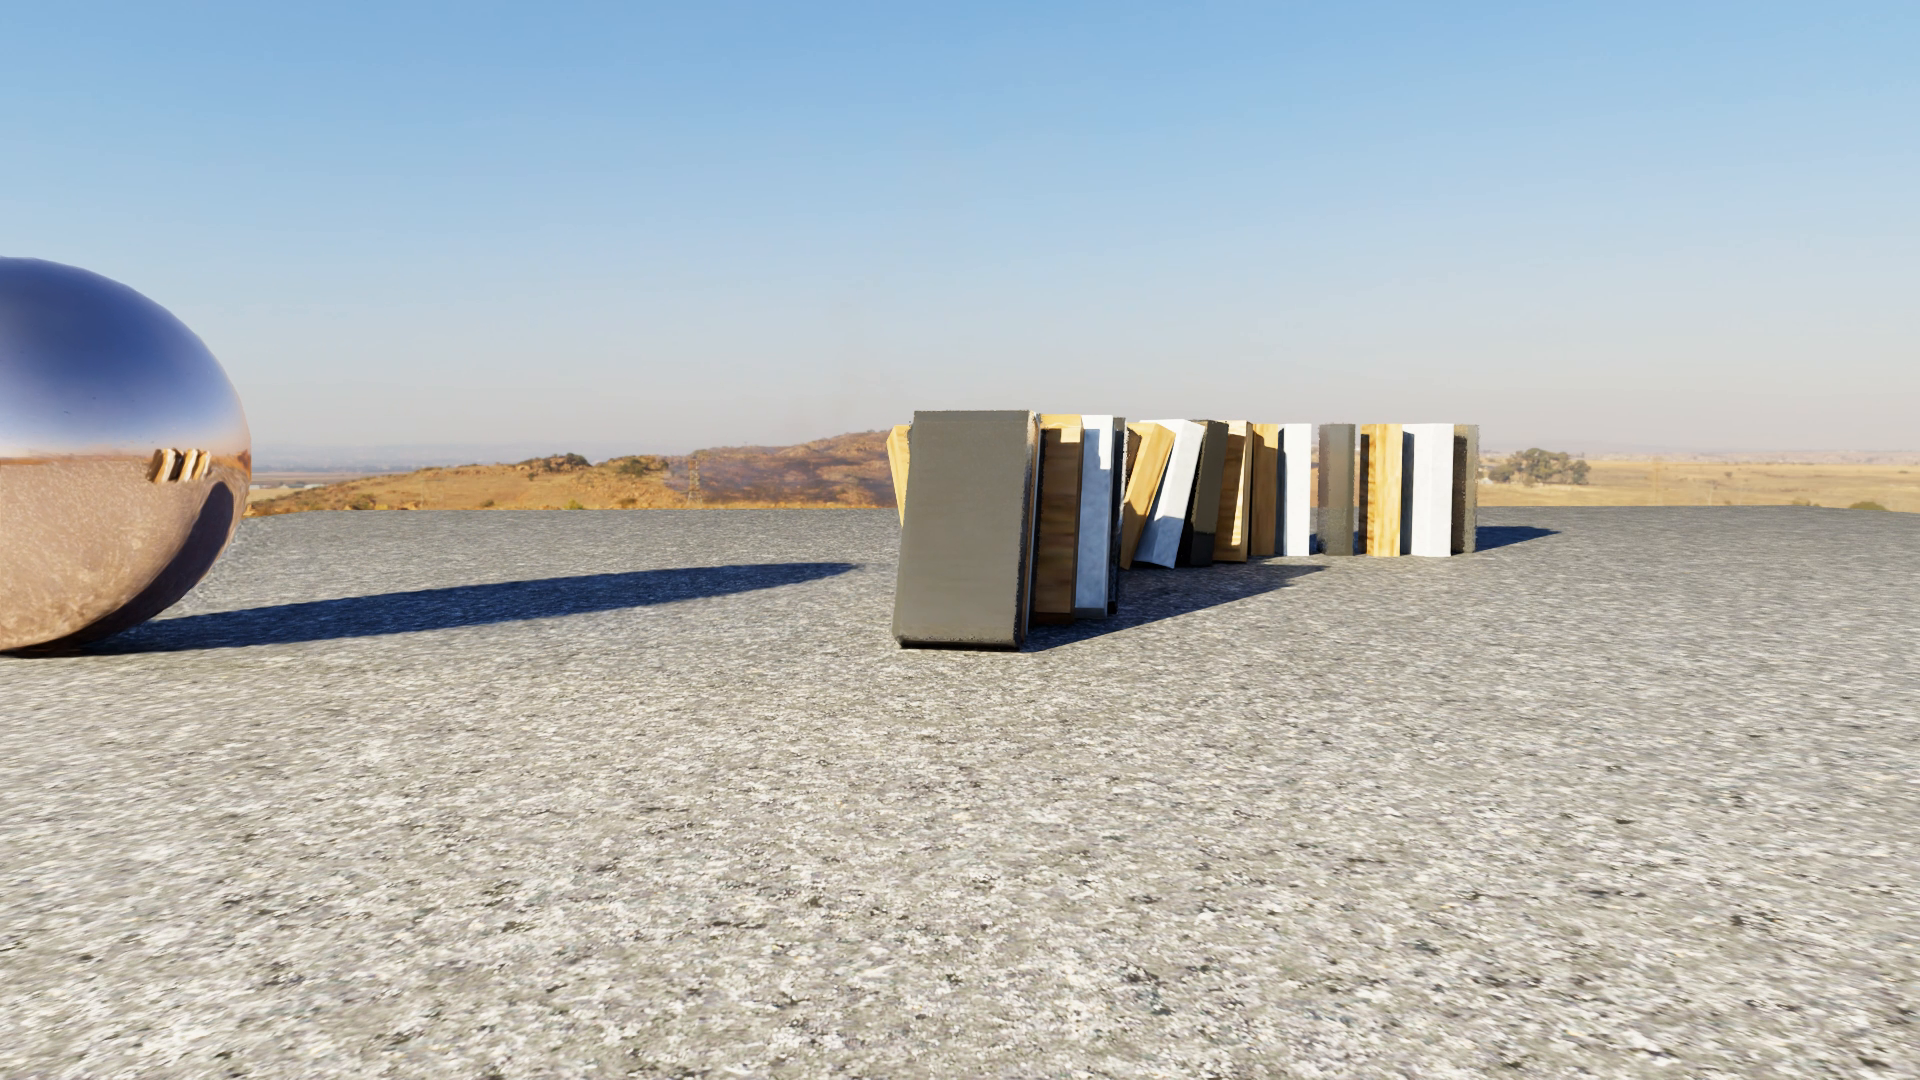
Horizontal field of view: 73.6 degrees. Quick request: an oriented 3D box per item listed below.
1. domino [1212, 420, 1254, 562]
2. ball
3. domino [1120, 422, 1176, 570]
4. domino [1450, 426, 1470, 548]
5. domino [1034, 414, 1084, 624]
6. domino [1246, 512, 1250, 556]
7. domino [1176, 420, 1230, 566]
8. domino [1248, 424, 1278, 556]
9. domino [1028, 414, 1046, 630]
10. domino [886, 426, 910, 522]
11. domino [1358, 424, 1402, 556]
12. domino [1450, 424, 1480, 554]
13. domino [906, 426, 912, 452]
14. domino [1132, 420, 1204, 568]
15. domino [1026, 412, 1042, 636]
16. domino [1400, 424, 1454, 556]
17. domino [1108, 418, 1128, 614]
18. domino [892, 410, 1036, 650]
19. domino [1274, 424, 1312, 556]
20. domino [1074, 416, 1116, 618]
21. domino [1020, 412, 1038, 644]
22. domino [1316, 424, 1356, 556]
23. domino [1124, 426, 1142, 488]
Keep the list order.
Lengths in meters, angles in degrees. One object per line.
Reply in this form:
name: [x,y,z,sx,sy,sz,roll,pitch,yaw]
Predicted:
domino: [0.091,-0.018,0.465,0.025,0.050,0.009,2,-2,28]
ball: [-0.190,-0.017,0.262,0.080,0.080,0.080,0,4,0]
domino: [0.056,-0.016,0.444,0.010,0.050,0.025,24,-7,-27]
domino: [0.193,-0.022,0.523,0.025,0.050,0.010,0,4,0]
domino: [0.016,-0.005,0.309,0.025,0.050,0.010,1,-19,12]
domino: [0.098,-0.020,0.494,0.025,0.050,0.010,3,4,38]
domino: [0.080,-0.017,0.453,0.010,0.050,0.025,7,0,-28]
domino: [0.114,-0.020,0.500,0.009,0.050,0.025,0,4,-10]
domino: [0.006,-0.005,0.301,0.025,0.050,0.010,1,-19,12]
domino: [-0.004,-0.009,0.371,0.025,0.050,0.010,-2,-26,-20]
domino: [0.162,-0.020,0.496,0.009,0.050,0.025,0,4,4]
domino: [0.191,-0.021,0.508,0.025,0.050,0.010,3,5,31]
domino: [0.001,-0.009,0.359,0.025,0.050,0.010,-2,-20,-20]
domino: [0.069,-0.016,0.448,0.009,0.050,0.025,14,-3,-28]
domino: [0.004,-0.004,0.291,0.025,0.050,0.010,1,-19,12]
domino: [0.178,-0.020,0.496,0.010,0.050,0.025,-1,4,-13]
domino: [0.029,-0.007,0.329,0.025,0.050,0.010,2,-21,12]
domino: [0.001,-0.003,0.270,0.025,0.050,0.010,1,-19,12]
domino: [0.129,-0.020,0.500,0.010,0.050,0.025,0,4,5]
domino: [0.025,-0.006,0.318,0.025,0.050,0.010,1,-19,12]
domino: [0.003,-0.003,0.281,0.025,0.050,0.010,1,-19,12]
domino: [0.146,-0.020,0.498,0.010,0.050,0.025,1,4,7]
domino: [0.042,-0.015,0.437,0.025,0.050,0.009,5,-21,48]
